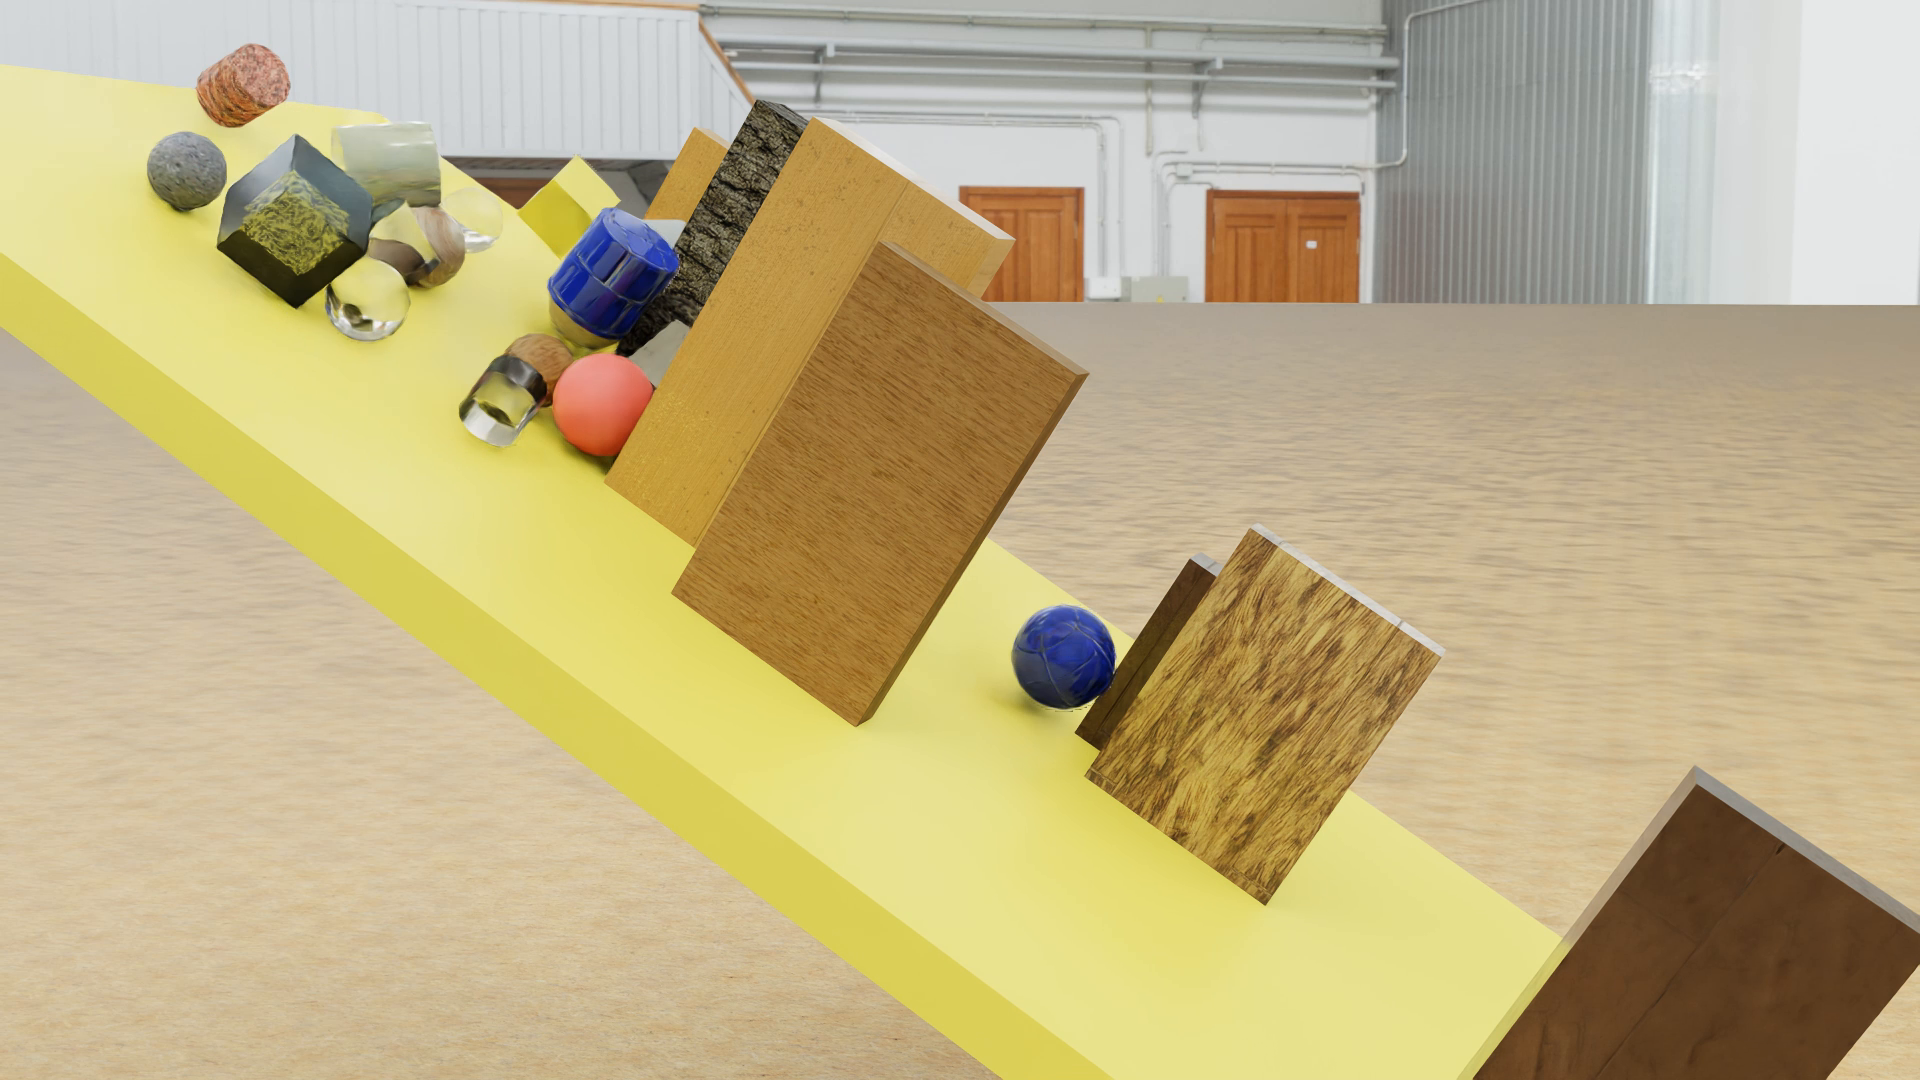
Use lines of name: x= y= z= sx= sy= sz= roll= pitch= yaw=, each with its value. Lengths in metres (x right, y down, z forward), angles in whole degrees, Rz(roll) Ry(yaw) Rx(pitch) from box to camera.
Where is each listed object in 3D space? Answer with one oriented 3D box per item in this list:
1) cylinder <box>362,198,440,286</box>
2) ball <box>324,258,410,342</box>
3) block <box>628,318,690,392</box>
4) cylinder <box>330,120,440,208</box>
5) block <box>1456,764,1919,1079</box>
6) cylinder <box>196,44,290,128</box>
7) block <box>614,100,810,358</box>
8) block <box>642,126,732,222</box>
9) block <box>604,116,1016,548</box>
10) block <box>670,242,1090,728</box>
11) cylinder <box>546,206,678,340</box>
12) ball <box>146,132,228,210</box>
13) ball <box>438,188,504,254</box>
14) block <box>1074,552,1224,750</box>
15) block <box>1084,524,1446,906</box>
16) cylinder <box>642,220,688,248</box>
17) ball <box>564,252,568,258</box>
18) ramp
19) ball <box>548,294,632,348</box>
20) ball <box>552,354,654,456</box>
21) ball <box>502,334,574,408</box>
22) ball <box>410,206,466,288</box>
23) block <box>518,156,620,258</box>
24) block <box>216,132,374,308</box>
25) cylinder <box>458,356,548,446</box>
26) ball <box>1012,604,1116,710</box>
cylinder: x=-1.080 y=-0.558 z=4.175 sx=0.134 sy=0.134 sz=0.134 roll=-20 pitch=27 yaw=10
ball: x=-1.049 y=-0.425 z=3.893 sx=0.148 sy=0.148 sz=0.148 roll=0 pitch=7 yaw=0
block: x=-0.540 y=-0.265 z=4.188 sx=0.183 sy=0.183 sz=0.183 roll=34 pitch=44 yaw=7
cylinder: x=-1.138 y=-0.733 z=4.354 sx=0.180 sy=0.180 sz=0.180 roll=-8 pitch=10 yaw=-23
block: x=0.940 y=0.725 z=3.027 sx=0.357 sy=0.756 sz=0.120 roll=35 pitch=15 yaw=10
cylinder: x=-1.481 y=-0.937 z=4.544 sx=0.134 sy=0.134 sz=0.134 roll=-17 pitch=-5 yaw=36
block: x=-0.412 y=-0.539 z=4.571 sx=0.352 sy=0.641 sz=0.150 roll=35 pitch=15 yaw=10
block: x=-0.563 y=-0.649 z=4.983 sx=0.336 sy=0.453 sz=0.084 roll=35 pitch=15 yaw=10
block: x=-0.273 y=-0.312 z=3.891 sx=0.391 sy=0.762 sz=0.120 roll=35 pitch=15 yaw=10
block: x=-0.138 y=-0.089 z=3.589 sx=0.388 sy=0.690 sz=0.082 roll=35 pitch=15 yaw=10
cylinder: x=-0.661 y=-0.507 z=4.190 sx=0.179 sy=0.179 sz=0.179 roll=36 pitch=21 yaw=-16
ball: x=-1.401 y=-0.670 z=3.988 sx=0.139 sy=0.139 sz=0.139 roll=0 pitch=7 yaw=0
ball: x=-1.053 y=-0.686 z=4.727 sx=0.142 sy=0.142 sz=0.142 roll=0 pitch=7 yaw=0
block: x=0.446 y=0.270 z=4.164 sx=0.268 sy=0.408 sz=0.109 roll=35 pitch=15 yaw=10
block: x=0.540 y=0.312 z=3.937 sx=0.398 sy=0.553 sz=0.083 roll=35 pitch=15 yaw=10
cylinder: x=-0.690 y=-0.588 z=4.754 sx=0.207 sy=0.207 sz=0.207 roll=-4 pitch=8 yaw=-34
ball: x=-0.792 y=-0.637 z=4.914 sx=0.185 sy=0.185 sz=0.185 roll=0 pitch=7 yaw=0
ramp: x=-0.139 y=0.231 z=4.105 sx=4.000 sy=0.100 sz=2.000 roll=35 pitch=15 yaw=10
ball: x=-0.755 y=-0.487 z=4.533 sx=0.185 sy=0.185 sz=0.185 roll=0 pitch=7 yaw=0
ball: x=-0.650 y=-0.247 z=4.014 sx=0.187 sy=0.187 sz=0.187 roll=0 pitch=7 yaw=0
ball: x=-0.784 y=-0.315 z=4.087 sx=0.139 sy=0.139 sz=0.139 roll=0 pitch=7 yaw=0
ball: x=-1.057 y=-0.578 z=4.339 sx=0.160 sy=0.160 sz=0.160 roll=0 pitch=7 yaw=0
block: x=-0.800 y=-0.681 z=4.497 sx=0.125 sy=0.125 sz=0.125 roll=-35 pitch=17 yaw=32
block: x=-1.163 y=-0.559 z=3.854 sx=0.178 sy=0.178 sz=0.178 roll=-33 pitch=39 yaw=19
cylinder: x=-0.790 y=-0.241 z=3.806 sx=0.112 sy=0.112 sz=0.112 roll=4 pitch=46 yaw=28
ball: x=0.195 y=0.220 z=4.142 sx=0.198 sy=0.198 sz=0.198 roll=0 pitch=7 yaw=0
